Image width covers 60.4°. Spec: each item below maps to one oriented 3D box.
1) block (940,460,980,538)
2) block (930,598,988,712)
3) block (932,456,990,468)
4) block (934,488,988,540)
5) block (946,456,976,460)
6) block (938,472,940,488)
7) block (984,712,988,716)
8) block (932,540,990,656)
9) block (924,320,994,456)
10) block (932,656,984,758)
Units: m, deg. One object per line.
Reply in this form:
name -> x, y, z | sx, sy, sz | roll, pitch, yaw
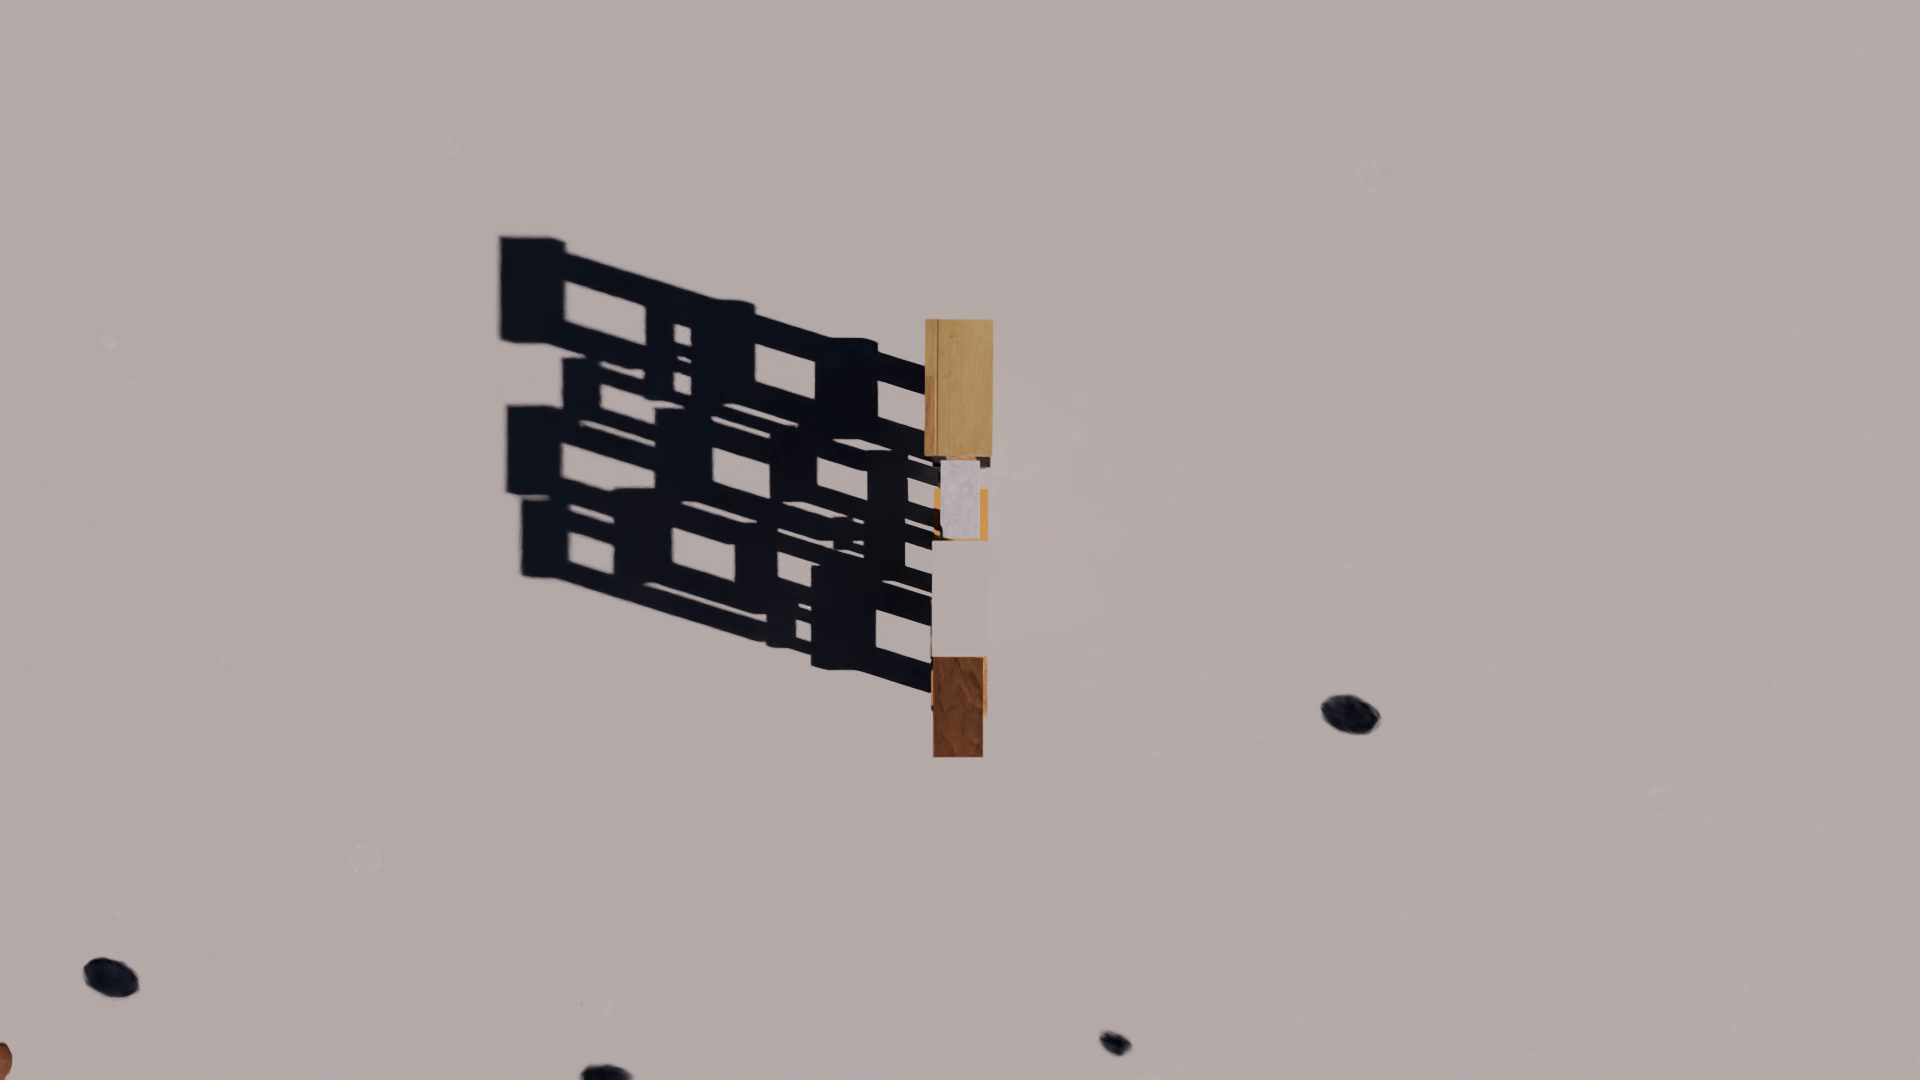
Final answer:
block -> 0.000, -0.106, 4.342 | 0.103, 0.029, 0.206 | 0, 90, 0
block -> -0.002, 0.315, 4.531 | 0.154, 0.044, 0.308 | 0, 90, 0
block -> 0.004, -0.378, 4.771 | 0.167, 0.047, 0.335 | 0, 90, 0
block -> 0.002, 0.006, 4.652 | 0.151, 0.043, 0.301 | 0, 90, 0
block -> 0.004, -0.230, 4.574 | 0.081, 0.023, 0.161 | 0, 90, 0
block -> -0.003, -0.082, 4.992 | 0.123, 0.035, 0.247 | 0, 90, 0
block -> 0.001, 0.381, 5.141 | 0.167, 0.047, 0.335 | 0, 90, 0
block -> 0.002, 0.148, 4.195 | 0.147, 0.042, 0.293 | 0, 90, 0
block -> -0.003, -0.386, 4.195 | 0.172, 0.049, 0.344 | 0, 90, 0
block -> -0.005, 0.427, 4.235 | 0.128, 0.036, 0.257 | 0, 90, 0
